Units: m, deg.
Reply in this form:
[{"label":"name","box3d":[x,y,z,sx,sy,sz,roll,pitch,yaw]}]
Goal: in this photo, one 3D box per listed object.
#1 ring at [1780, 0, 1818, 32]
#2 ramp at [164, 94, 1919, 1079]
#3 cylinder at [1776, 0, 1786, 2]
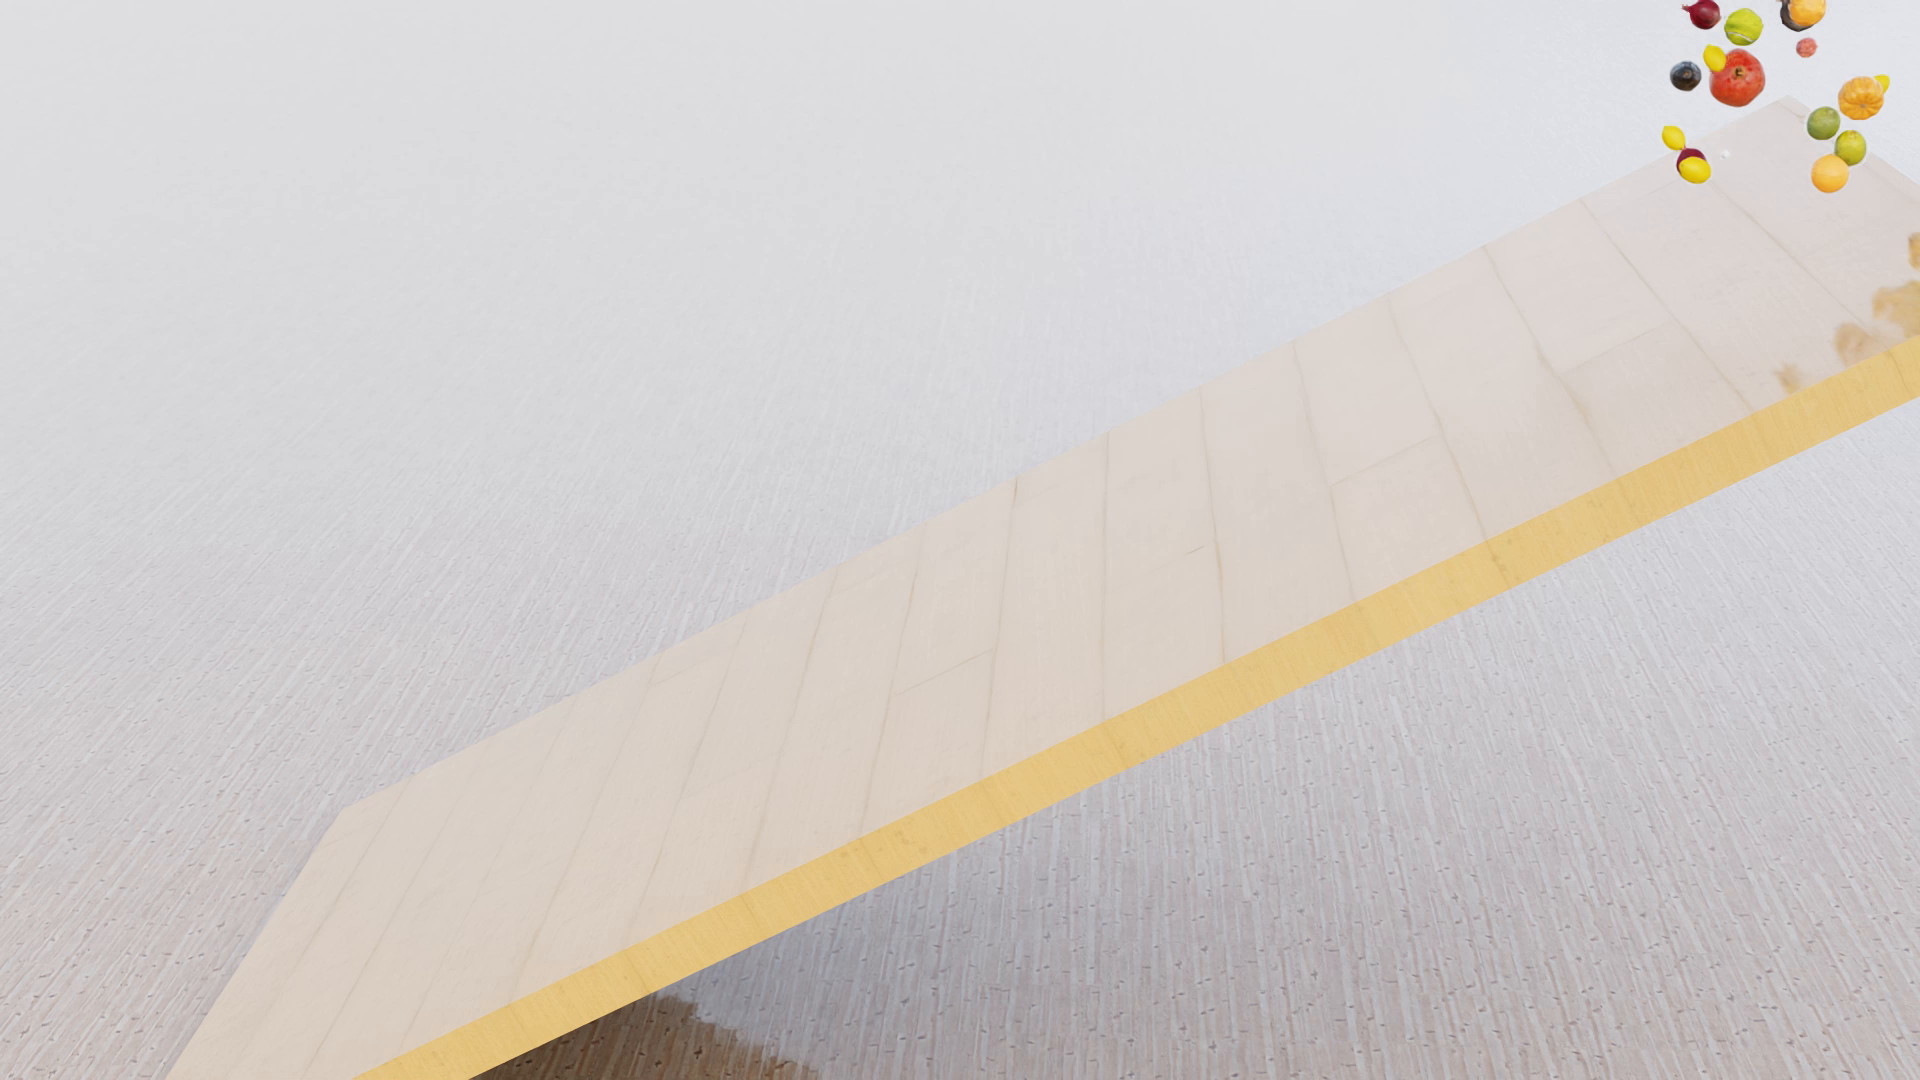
[{"label":"ring","box3d":[1.682,-1.058,5.893,0.078,0.078,0.026,-1,13,-2]},{"label":"ramp","box3d":[0.141,0.167,6.281,4.000,0.100,2.000,-26,14,11]},{"label":"cylinder","box3d":[1.615,-1.107,5.742,0.082,0.082,0.082,-38,29,-11]}]
